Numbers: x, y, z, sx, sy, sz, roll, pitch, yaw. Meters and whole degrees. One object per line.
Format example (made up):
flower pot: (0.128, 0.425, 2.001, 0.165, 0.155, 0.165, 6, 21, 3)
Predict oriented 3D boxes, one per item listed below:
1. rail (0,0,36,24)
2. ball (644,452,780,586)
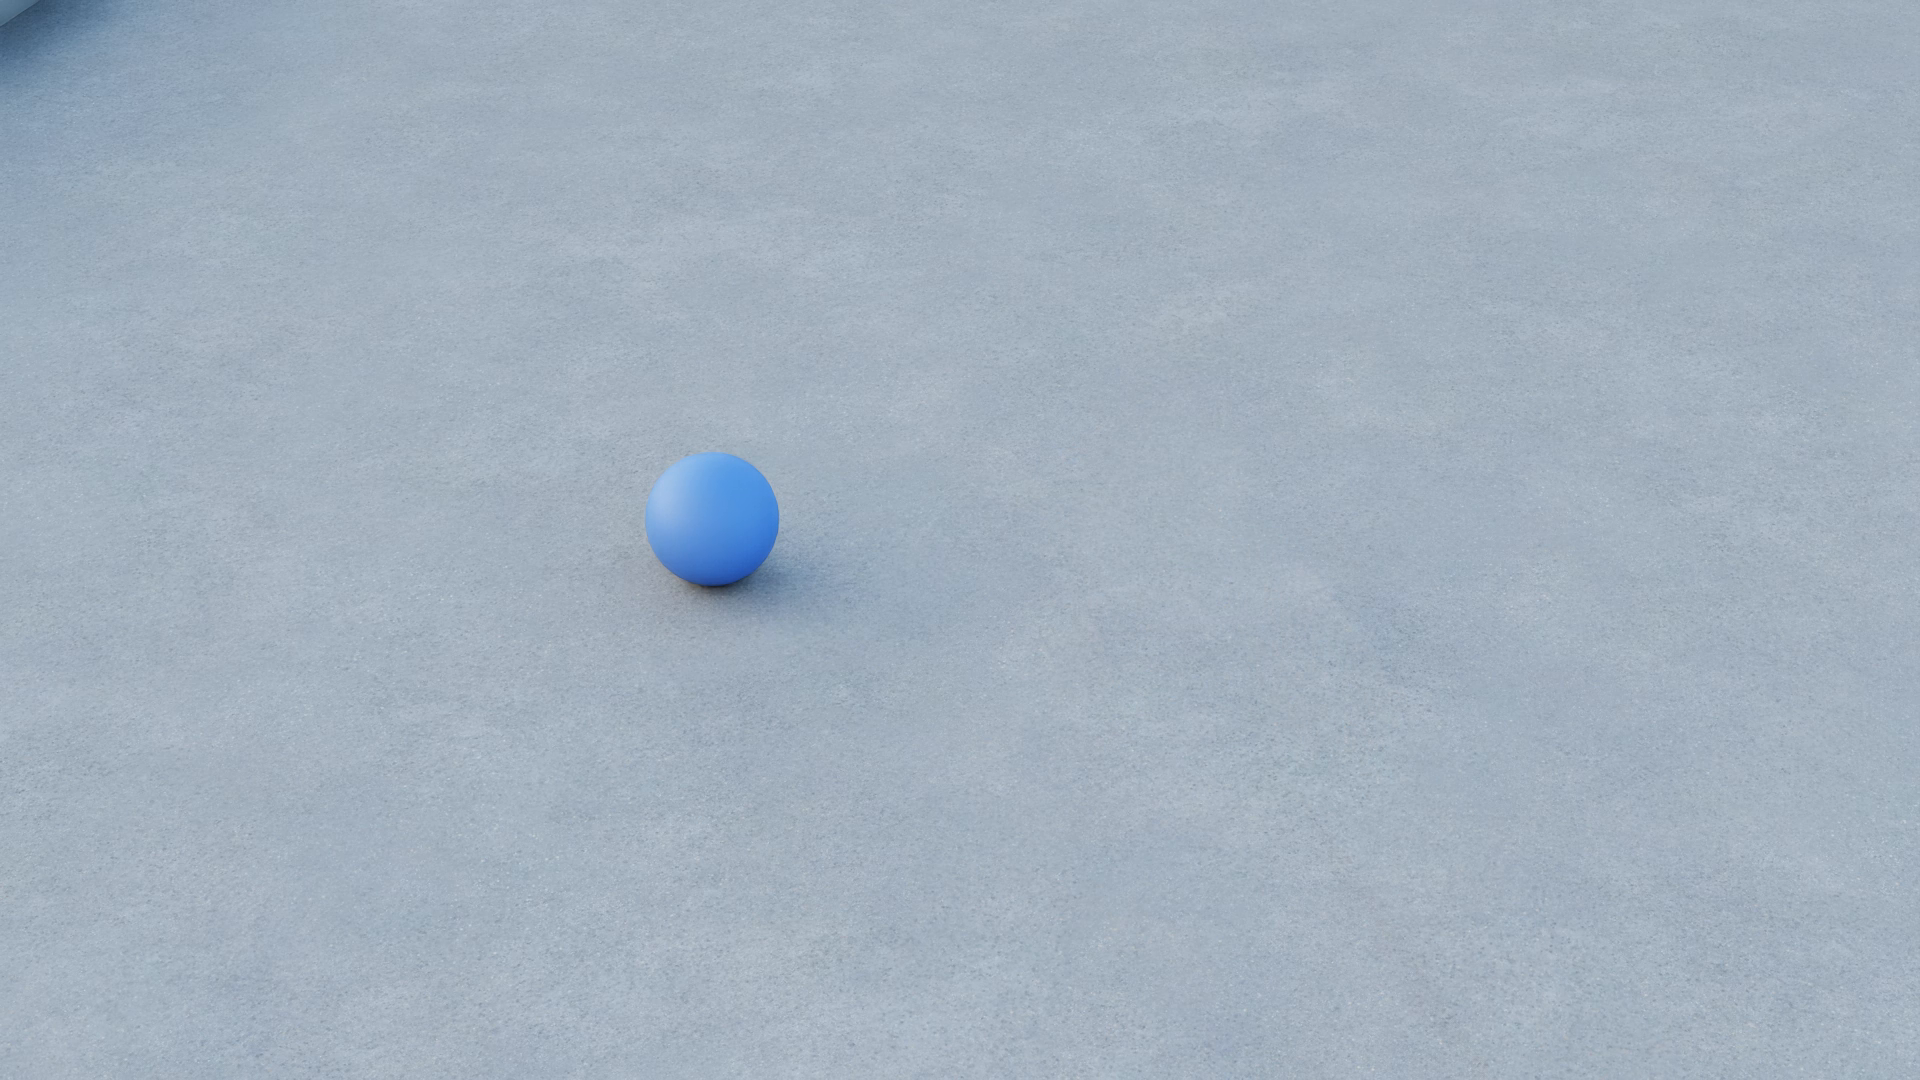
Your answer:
rail: (-0.701, -0.607, 2.644, 0.045, 0.097, 3.926, 7, 31, 12)
ball: (-0.138, -0.012, 1.639, 0.075, 0.075, 0.075, 0, 30, 0)
